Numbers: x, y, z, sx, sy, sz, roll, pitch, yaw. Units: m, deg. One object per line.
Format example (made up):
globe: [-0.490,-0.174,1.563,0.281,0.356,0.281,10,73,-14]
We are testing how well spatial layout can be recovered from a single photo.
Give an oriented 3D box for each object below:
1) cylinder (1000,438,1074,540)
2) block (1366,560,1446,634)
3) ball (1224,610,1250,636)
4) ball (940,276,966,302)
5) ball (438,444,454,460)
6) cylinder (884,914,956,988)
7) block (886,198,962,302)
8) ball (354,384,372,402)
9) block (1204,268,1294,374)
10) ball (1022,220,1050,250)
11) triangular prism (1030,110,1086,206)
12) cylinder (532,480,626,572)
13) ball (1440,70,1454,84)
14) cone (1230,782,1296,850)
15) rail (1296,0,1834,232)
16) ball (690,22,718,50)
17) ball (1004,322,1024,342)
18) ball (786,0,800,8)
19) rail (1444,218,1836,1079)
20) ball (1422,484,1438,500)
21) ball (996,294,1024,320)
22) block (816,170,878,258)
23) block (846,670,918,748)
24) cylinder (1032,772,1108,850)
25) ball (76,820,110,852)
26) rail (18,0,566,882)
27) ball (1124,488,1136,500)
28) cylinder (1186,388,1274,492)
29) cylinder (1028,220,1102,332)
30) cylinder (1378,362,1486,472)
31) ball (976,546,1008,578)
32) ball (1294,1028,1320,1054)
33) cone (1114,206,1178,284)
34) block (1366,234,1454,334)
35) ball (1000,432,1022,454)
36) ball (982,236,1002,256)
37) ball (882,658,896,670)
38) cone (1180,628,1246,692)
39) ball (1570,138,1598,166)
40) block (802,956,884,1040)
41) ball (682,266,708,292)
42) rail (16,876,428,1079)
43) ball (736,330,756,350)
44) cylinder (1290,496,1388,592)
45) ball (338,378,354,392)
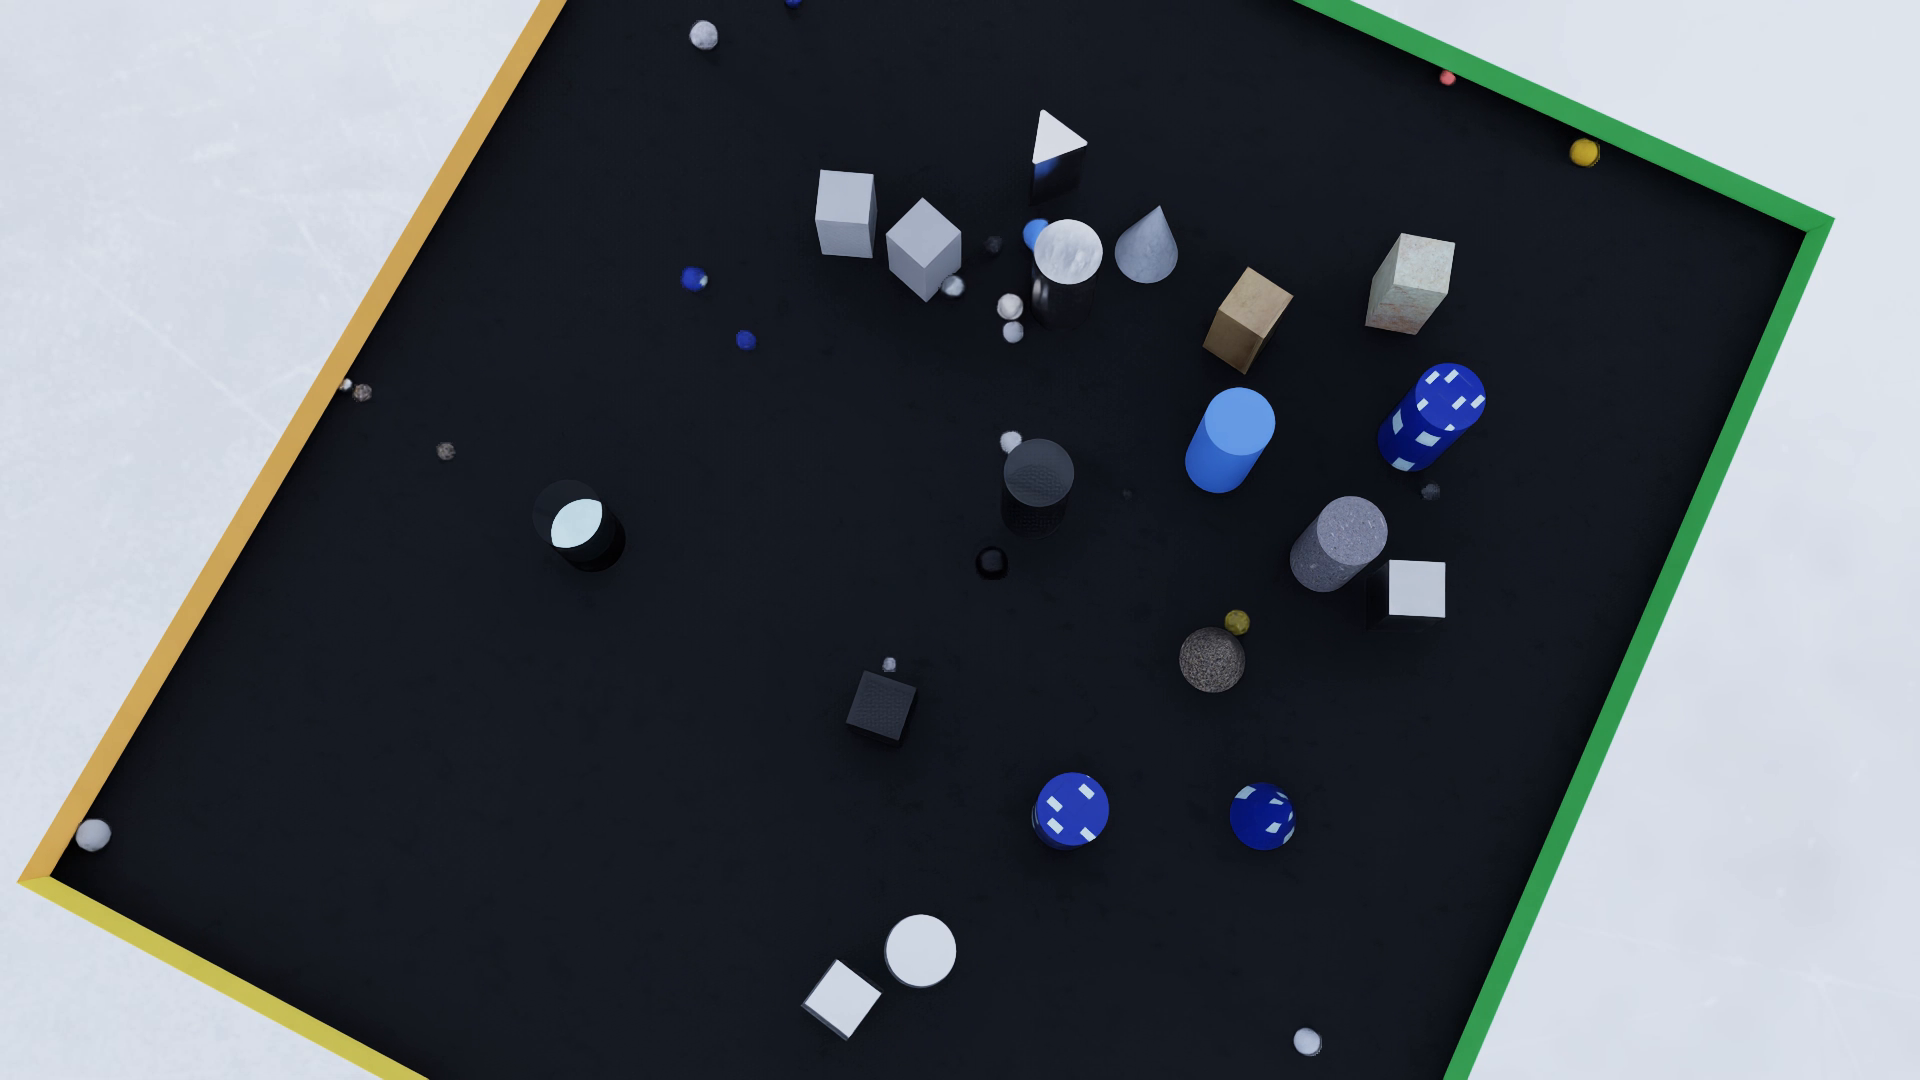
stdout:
cylinder: [0.224,-0.145,5.416,0.200,0.452,0.200,0,78,0]
block: [1.316,0.171,5.424,0.160,0.309,0.160,3,78,1]
ball: [0.836,0.249,5.526,0.077,0.077,0.077,0,78,0]
ball: [-0.019,-0.788,5.738,0.081,0.081,0.081,0,78,0]
ball: [-1.583,-0.272,5.647,0.052,0.052,0.052,0,78,0]
cylinder: [-0.111,1.169,5.219,0.200,0.305,0.200,0,78,0]
block: [-0.109,-0.889,5.644,0.160,0.308,0.160,43,81,8]
ball: [-1.851,-0.457,5.684,0.054,0.054,0.054,0,78,0]
block: [0.871,-0.662,5.569,0.160,0.362,0.160,35,80,7]
ball: [0.248,-0.958,5.764,0.100,0.100,0.100,0,78,0]
triangular prism: [0.275,-1.198,5.693,0.173,0.336,0.150,-21,79,-4]
cylinder: [-1.124,-0.038,5.430,0.200,0.380,0.200,0,78,0]
ball: [1.569,-1.490,5.901,0.047,0.047,0.047,0,78,0]
cone: [0.901,0.773,5.213,0.200,0.477,0.200,0,78,0]
rail: [0.939,-1.833,5.929,3.958,0.130,0.045,26,80,5]
ball: [-0.824,-1.626,5.907,0.090,0.090,0.090,0,78,0]
ball: [0.168,-0.649,5.717,0.067,0.067,0.067,0,78,0]
ball: [-0.542,-1.755,5.955,0.050,0.050,0.050,0,78,0]
rail: [1.749,0.863,5.371,0.045,0.130,4.249,26,80,5]
ball: [1.443,-0.149,5.624,0.046,0.046,0.046,0,78,0]
ball: [0.156,-0.728,5.725,0.083,0.083,0.083,0,78,0]
block: [-0.350,-1.006,5.676,0.160,0.292,0.160,5,78,1]
block: [-0.226,0.500,5.389,0.160,0.243,0.160,18,79,4]
cylinder: [0.312,0.782,5.256,0.200,0.388,0.200,0,78,0]
ball: [-2.549,0.868,5.389,0.093,0.093,0.093,0,78,0]
rail: [-1.749,-0.849,5.725,0.045,0.130,4.249,26,80,5]
ball: [0.522,-0.140,5.625,0.040,0.040,0.040,0,78,0]
cylinder: [0.796,-0.290,5.438,0.200,0.468,0.200,0,78,0]
cylinder: [0.316,-0.795,5.555,0.200,0.442,0.200,0,78,0]
cylinder: [1.394,-0.358,5.444,0.200,0.484,0.200,0,78,0]
ball: [0.097,0.068,5.552,0.099,0.099,0.099,0,78,0]
ball: [0.999,1.444,5.279,0.076,0.076,0.076,0,78,0]
cone: [0.590,-0.949,5.610,0.200,0.399,0.200,0,78,0]
block: [1.366,-0.775,5.579,0.160,0.387,0.160,11,79,2]
ball: [0.159,-0.300,5.644,0.068,0.068,0.068,0,78,0]
ball: [0.101,-0.926,5.779,0.058,0.058,0.058,0,78,0]
ball: [-0.212,0.373,5.519,0.041,0.041,0.041,0,78,0]
cone: [0.763,0.323,5.356,0.200,0.380,0.200,0,78,0]
ball: [1.984,-1.233,5.828,0.087,0.087,0.087,0,78,0]
block: [-0.331,1.303,5.215,0.160,0.259,0.160,36,81,7]
ball: [-0.831,-0.818,5.747,0.077,0.077,0.077,0,78,0]
rail: [-0.939,1.847,5.167,3.958,0.130,0.045,26,80,5]
ball: [-0.665,-0.621,5.713,0.062,0.062,0.062,0,78,0]
cylinder: [1.108,0.017,5.391,0.200,0.434,0.200,0,78,0]
ball: [-1.908,-0.480,5.693,0.046,0.046,0.046,0,78,0]
